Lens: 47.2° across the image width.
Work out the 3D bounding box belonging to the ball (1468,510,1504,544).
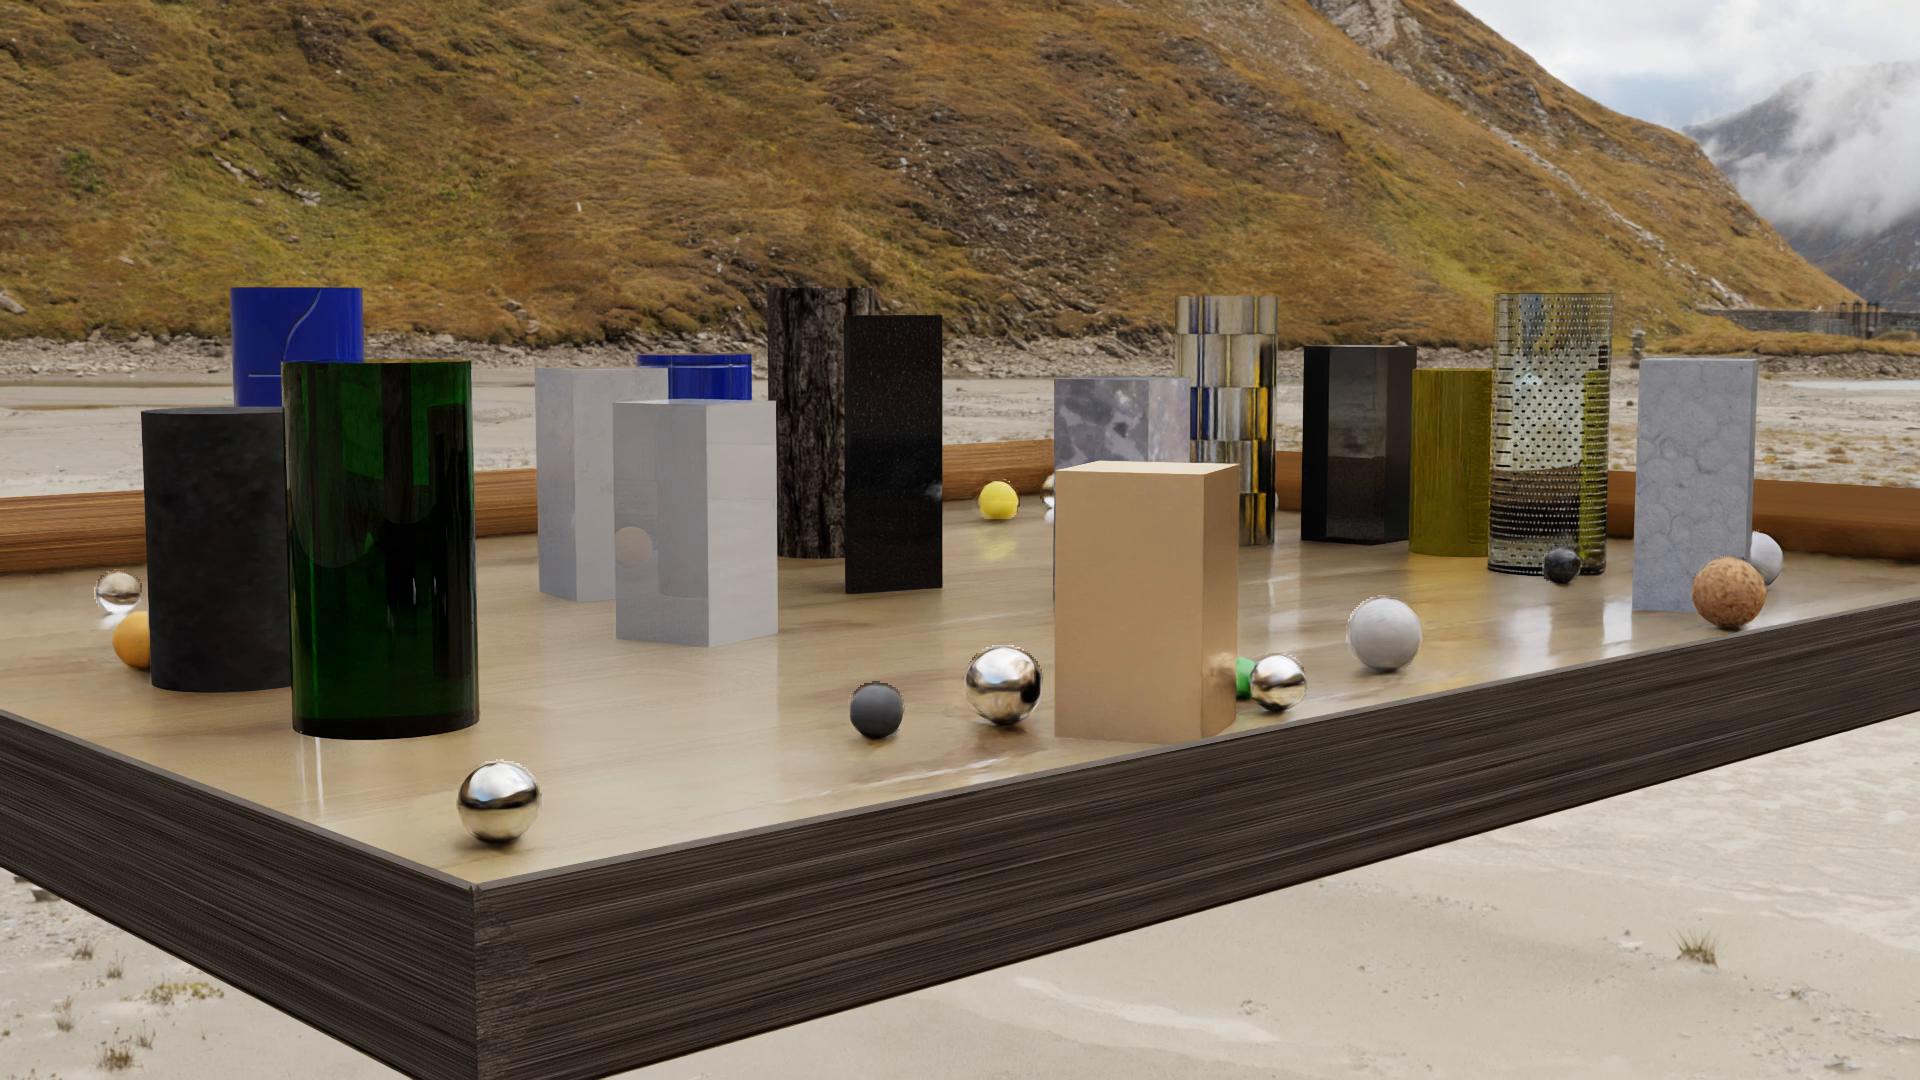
[{"bbox_3d":[1.001,-0.024,4.185,0.067,0.067,0.067,0,6,0],"label":"ball"}]

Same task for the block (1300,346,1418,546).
[{"bbox_3d":[0.773,-0.188,4.261,0.157,0.376,0.157,5,8,40],"label":"block"}]

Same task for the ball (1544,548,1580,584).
[{"bbox_3d":[0.982,0.042,3.586,0.059,0.059,0.059,0,6,0],"label":"ball"}]

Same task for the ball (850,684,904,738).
[{"bbox_3d":[-0.087,0.179,2.293,0.056,0.056,0.056,0,6,0],"label":"ball"}]

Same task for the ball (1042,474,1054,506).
[{"bbox_3d":[0.223,-0.112,4.969,0.078,0.078,0.078,0,6,0],"label":"ball"}]

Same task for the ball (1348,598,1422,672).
[{"bbox_3d":[0.526,0.117,2.721,0.090,0.090,0.090,0,6,0],"label":"ball"}]

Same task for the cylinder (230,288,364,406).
[{"bbox_3d":[-1.023,-0.151,3.416,0.196,0.478,0.196,0,6,0],"label":"cylinder"}]

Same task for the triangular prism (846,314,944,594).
[{"bbox_3d":[-0.137,-0.143,3.544,0.170,0.437,0.147,-3,7,-29],"label":"triangular prism"}]

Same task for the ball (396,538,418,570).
[{"bbox_3d":[-0.941,0.025,3.777,0.054,0.054,0.054,0,6,0],"label":"ball"}]

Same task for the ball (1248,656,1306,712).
[{"bbox_3d":[0.353,0.159,2.447,0.063,0.063,0.063,0,6,0],"label":"ball"}]

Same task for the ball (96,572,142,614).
[{"bbox_3d":[-1.238,0.078,3.237,0.061,0.061,0.061,0,6,0],"label":"ball"}]

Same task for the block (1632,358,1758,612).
[{"bbox_3d":[1.105,-0.085,3.305,0.157,0.371,0.157,2,6,23],"label":"block"}]

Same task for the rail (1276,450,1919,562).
[{"bbox_3d":[1.188,-0.081,4.422,0.045,0.128,2.765,-5,8,-42],"label":"rail"}]

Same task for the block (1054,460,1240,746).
[{"bbox_3d":[0.200,0.062,2.334,0.157,0.279,0.157,2,6,20],"label":"block"}]

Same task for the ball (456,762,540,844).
[{"bbox_3d":[-0.386,0.220,1.840,0.068,0.068,0.068,0,6,0],"label":"ball"}]

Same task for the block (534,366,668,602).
[{"bbox_3d":[-0.561,-0.092,3.450,0.157,0.355,0.157,-4,7,-32],"label":"block"}]

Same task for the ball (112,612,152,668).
[{"bbox_3d":[-1.016,0.124,2.737,0.072,0.072,0.072,0,6,0],"label":"ball"}]

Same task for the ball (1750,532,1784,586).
[{"bbox_3d":[1.273,0.032,3.528,0.091,0.091,0.091,0,6,0],"label":"ball"}]

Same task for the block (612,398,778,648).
[{"bbox_3d":[-0.360,-0.028,3.000,0.157,0.321,0.157,4,7,30],"label":"block"}]

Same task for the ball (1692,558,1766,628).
[{"bbox_3d":[1.081,0.074,3.093,0.098,0.098,0.098,0,6,0],"label":"ball"}]

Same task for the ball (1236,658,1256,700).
[{"bbox_3d":[0.324,0.159,2.523,0.047,0.047,0.047,0,6,0],"label":"ball"}]

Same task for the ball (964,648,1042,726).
[{"bbox_3d":[0.047,0.157,2.365,0.084,0.084,0.084,0,6,0],"label":"ball"}]

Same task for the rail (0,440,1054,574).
[{"bbox_3d":[-0.921,-0.071,4.325,3.279,0.128,0.045,-5,8,-42],"label":"rail"}]

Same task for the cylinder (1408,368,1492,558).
[{"bbox_3d":[0.930,-0.146,4.051,0.196,0.336,0.196,0,6,0],"label":"cylinder"}]

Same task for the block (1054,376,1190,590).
[{"bbox_3d":[0.250,-0.079,3.392,0.157,0.340,0.157,3,7,29],"label":"block"}]

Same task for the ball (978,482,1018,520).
[{"bbox_3d":[0.081,-0.083,4.664,0.083,0.083,0.083,0,6,0],"label":"ball"}]

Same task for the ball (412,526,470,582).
[{"bbox_3d":[-0.854,0.022,3.620,0.092,0.092,0.092,0,6,0],"label":"ball"}]

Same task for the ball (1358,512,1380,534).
[{"bbox_3d":[0.813,-0.032,4.375,0.044,0.044,0.044,0,6,0],"label":"ball"}]

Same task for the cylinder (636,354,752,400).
[{"bbox_3d":[-0.455,-0.134,3.778,0.196,0.369,0.196,0,6,0],"label":"cylinder"}]

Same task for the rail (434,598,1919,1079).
[{"bbox_3d":[0.921,0.137,2.339,3.279,0.128,0.045,-5,8,-42],"label":"rail"}]

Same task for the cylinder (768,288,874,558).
[{"bbox_3d":[-0.252,-0.217,4.026,0.196,0.484,0.196,0,6,0],"label":"cylinder"}]

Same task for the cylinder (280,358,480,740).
[{"bbox_3d":[-0.621,0.003,2.362,0.196,0.391,0.196,0,6,0],"label":"cylinder"}]

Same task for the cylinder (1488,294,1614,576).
[{"bbox_3d":[1.008,-0.184,3.758,0.196,0.472,0.196,0,6,0],"label":"cylinder"}]

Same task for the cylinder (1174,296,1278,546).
[{"bbox_3d":[0.510,-0.233,4.233,0.196,0.471,0.196,0,6,0],"label":"cylinder"}]

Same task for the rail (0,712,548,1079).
[{"bbox_3d":[-1.188,0.147,2.242,0.045,0.128,2.765,-5,8,-42],"label":"rail"}]

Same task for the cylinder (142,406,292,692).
[{"bbox_3d":[-0.876,0.006,2.649,0.196,0.325,0.196,0,6,0],"label":"cylinder"}]
